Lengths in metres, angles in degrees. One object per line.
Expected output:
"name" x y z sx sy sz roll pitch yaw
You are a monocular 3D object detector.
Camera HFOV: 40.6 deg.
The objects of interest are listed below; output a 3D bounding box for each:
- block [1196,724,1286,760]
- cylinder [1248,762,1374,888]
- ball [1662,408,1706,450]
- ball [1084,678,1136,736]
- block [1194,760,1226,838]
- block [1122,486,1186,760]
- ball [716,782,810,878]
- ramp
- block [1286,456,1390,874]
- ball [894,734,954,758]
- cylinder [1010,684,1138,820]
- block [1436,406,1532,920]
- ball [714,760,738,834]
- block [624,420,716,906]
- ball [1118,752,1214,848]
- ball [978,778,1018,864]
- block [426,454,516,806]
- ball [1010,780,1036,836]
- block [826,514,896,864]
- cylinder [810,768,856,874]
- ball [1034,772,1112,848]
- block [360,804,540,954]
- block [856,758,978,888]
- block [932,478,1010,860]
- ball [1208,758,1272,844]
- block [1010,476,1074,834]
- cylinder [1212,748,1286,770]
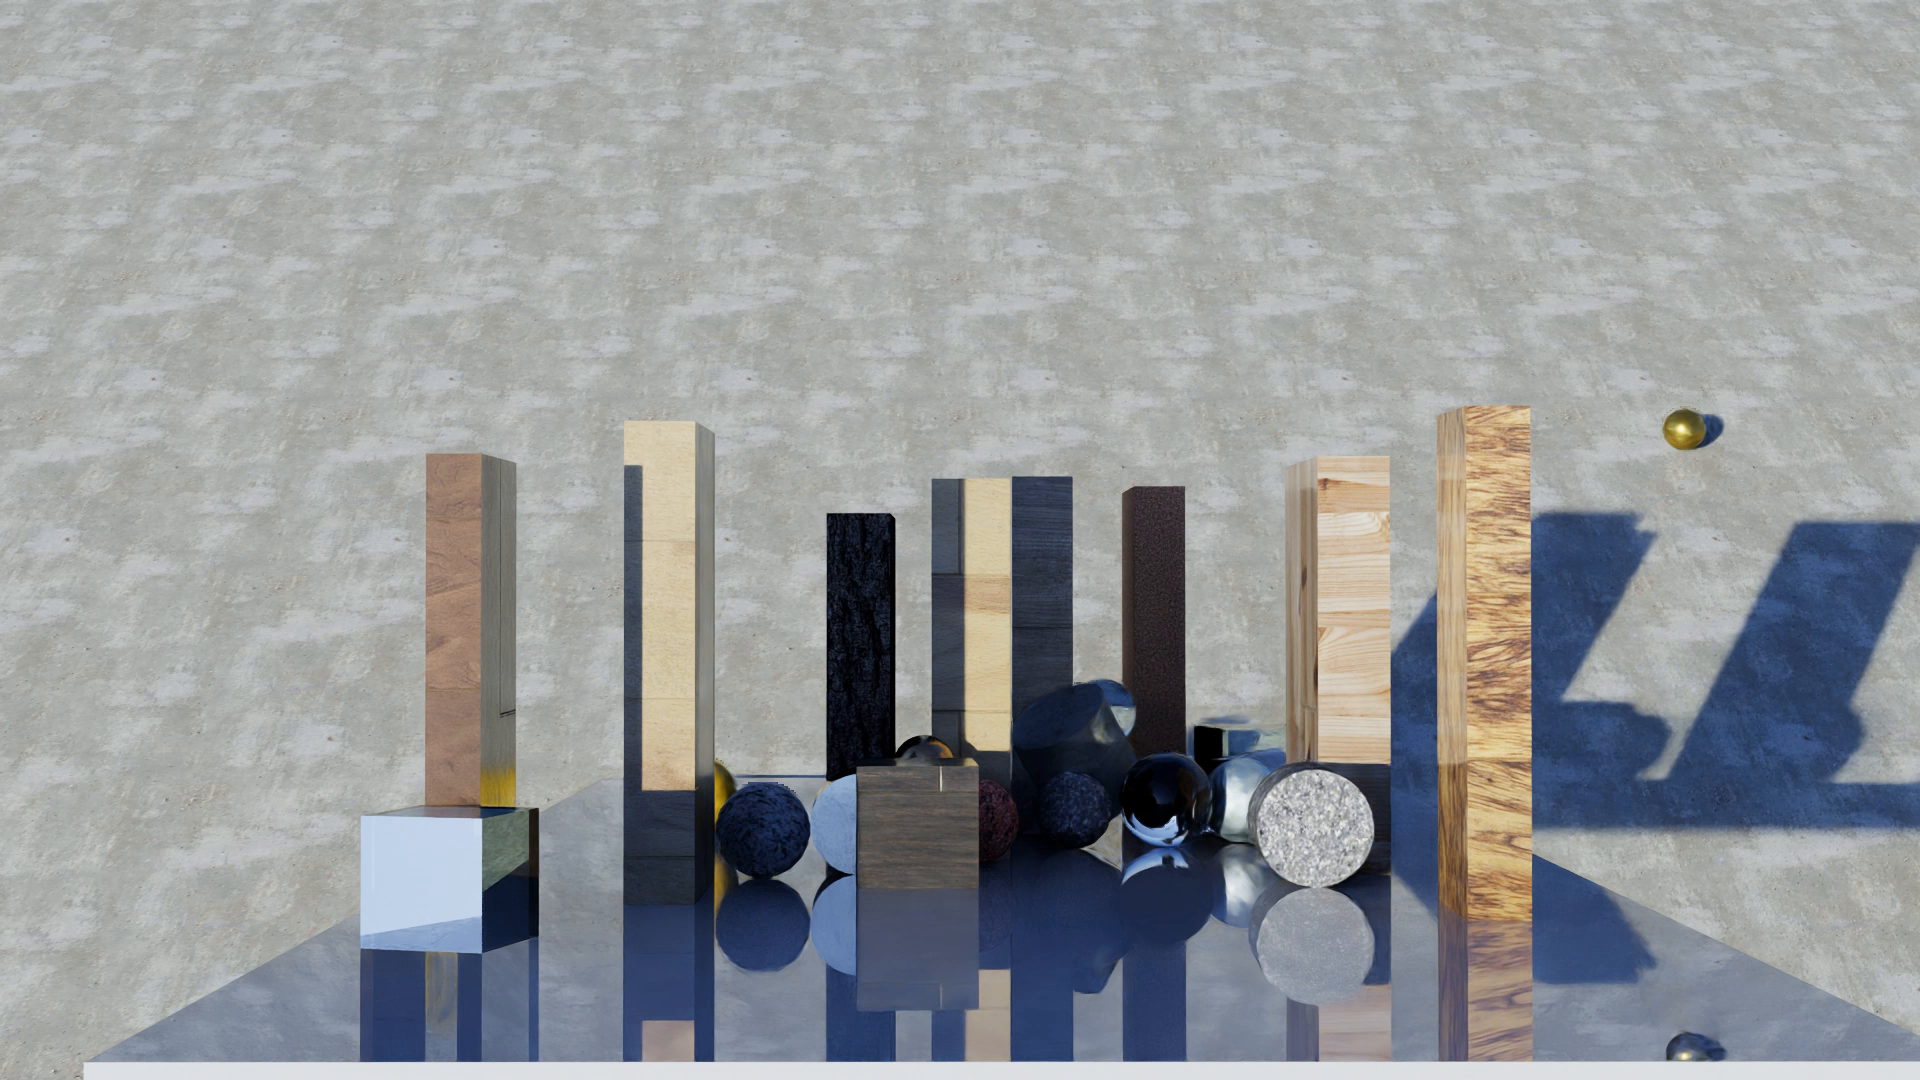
"block" 0.633 0.500 5.572 0.197 0.197 0.197 0 -1 -15
"cylinder" 0.594 0.482 4.412 0.195 0.195 0.195 1 -1 2
"ball" 2.316 -0.353 8.289 0.134 0.134 0.134 0 33 0
"ball" 0.302 0.369 5.529 0.147 0.147 0.147 0 33 0
"block" 0.472 0.520 5.224 0.146 0.146 0.146 0 -1 15
"block" 0.428 0.245 5.762 0.109 0.714 0.427 0 -1 0
"ball" -0.339 0.500 4.460 0.163 0.163 0.163 0 33 0
"ramp" 0.072 0.635 4.741 2.000 0.100 4.000 0 -1 0
"block" 0.686 0.221 4.738 0.126 0.728 0.448 0 -1 0
"ball" -0.065 0.409 4.688 0.114 0.114 0.114 0 33 0
"cylinder" 0.233 0.428 5.118 0.203 0.203 0.203 -24 23 11
"block" 0.810 0.186 4.019 0.096 0.774 0.242 0 -1 0
"ball" -0.523 0.511 5.156 0.164 0.164 0.164 0 33 0
"block" -0.474 0.196 4.255 0.112 0.762 0.337 0 -1 0
"ball" 0.396 0.497 4.970 0.183 0.183 0.183 0 33 0
"ball" 0.027 0.506 4.664 0.157 0.157 0.157 0 33 0
"block" -0.739 0.224 3.929 0.081 0.696 0.301 0 -1 0
"ball" 0.097 0.537 5.189 0.112 0.112 0.112 0 33 0
"block" -0.184 0.271 4.893 0.115 0.633 0.416 0 -1 0
"cylinder" -0.176 0.496 4.592 0.175 0.175 0.175 -1 -1 -2
"ball" 0.216 0.516 4.949 0.146 0.146 0.146 0 33 0
"block" -0.718 0.476 3.662 0.184 0.184 0.184 0 -1 16
"block" -0.075 0.479 4.407 0.202 0.202 0.202 0 -1 -3
"block" 0.020 0.239 4.899 0.144 0.698 0.304 0 -1 0
"ball" 0.552 0.508 5.054 0.165 0.165 0.165 0 33 0
"block" 0.167 0.235 5.415 0.123 0.723 0.329 0 -1 0
"cylinder" 0.602 0.514 5.373 0.146 0.146 0.146 -7 32 -25
